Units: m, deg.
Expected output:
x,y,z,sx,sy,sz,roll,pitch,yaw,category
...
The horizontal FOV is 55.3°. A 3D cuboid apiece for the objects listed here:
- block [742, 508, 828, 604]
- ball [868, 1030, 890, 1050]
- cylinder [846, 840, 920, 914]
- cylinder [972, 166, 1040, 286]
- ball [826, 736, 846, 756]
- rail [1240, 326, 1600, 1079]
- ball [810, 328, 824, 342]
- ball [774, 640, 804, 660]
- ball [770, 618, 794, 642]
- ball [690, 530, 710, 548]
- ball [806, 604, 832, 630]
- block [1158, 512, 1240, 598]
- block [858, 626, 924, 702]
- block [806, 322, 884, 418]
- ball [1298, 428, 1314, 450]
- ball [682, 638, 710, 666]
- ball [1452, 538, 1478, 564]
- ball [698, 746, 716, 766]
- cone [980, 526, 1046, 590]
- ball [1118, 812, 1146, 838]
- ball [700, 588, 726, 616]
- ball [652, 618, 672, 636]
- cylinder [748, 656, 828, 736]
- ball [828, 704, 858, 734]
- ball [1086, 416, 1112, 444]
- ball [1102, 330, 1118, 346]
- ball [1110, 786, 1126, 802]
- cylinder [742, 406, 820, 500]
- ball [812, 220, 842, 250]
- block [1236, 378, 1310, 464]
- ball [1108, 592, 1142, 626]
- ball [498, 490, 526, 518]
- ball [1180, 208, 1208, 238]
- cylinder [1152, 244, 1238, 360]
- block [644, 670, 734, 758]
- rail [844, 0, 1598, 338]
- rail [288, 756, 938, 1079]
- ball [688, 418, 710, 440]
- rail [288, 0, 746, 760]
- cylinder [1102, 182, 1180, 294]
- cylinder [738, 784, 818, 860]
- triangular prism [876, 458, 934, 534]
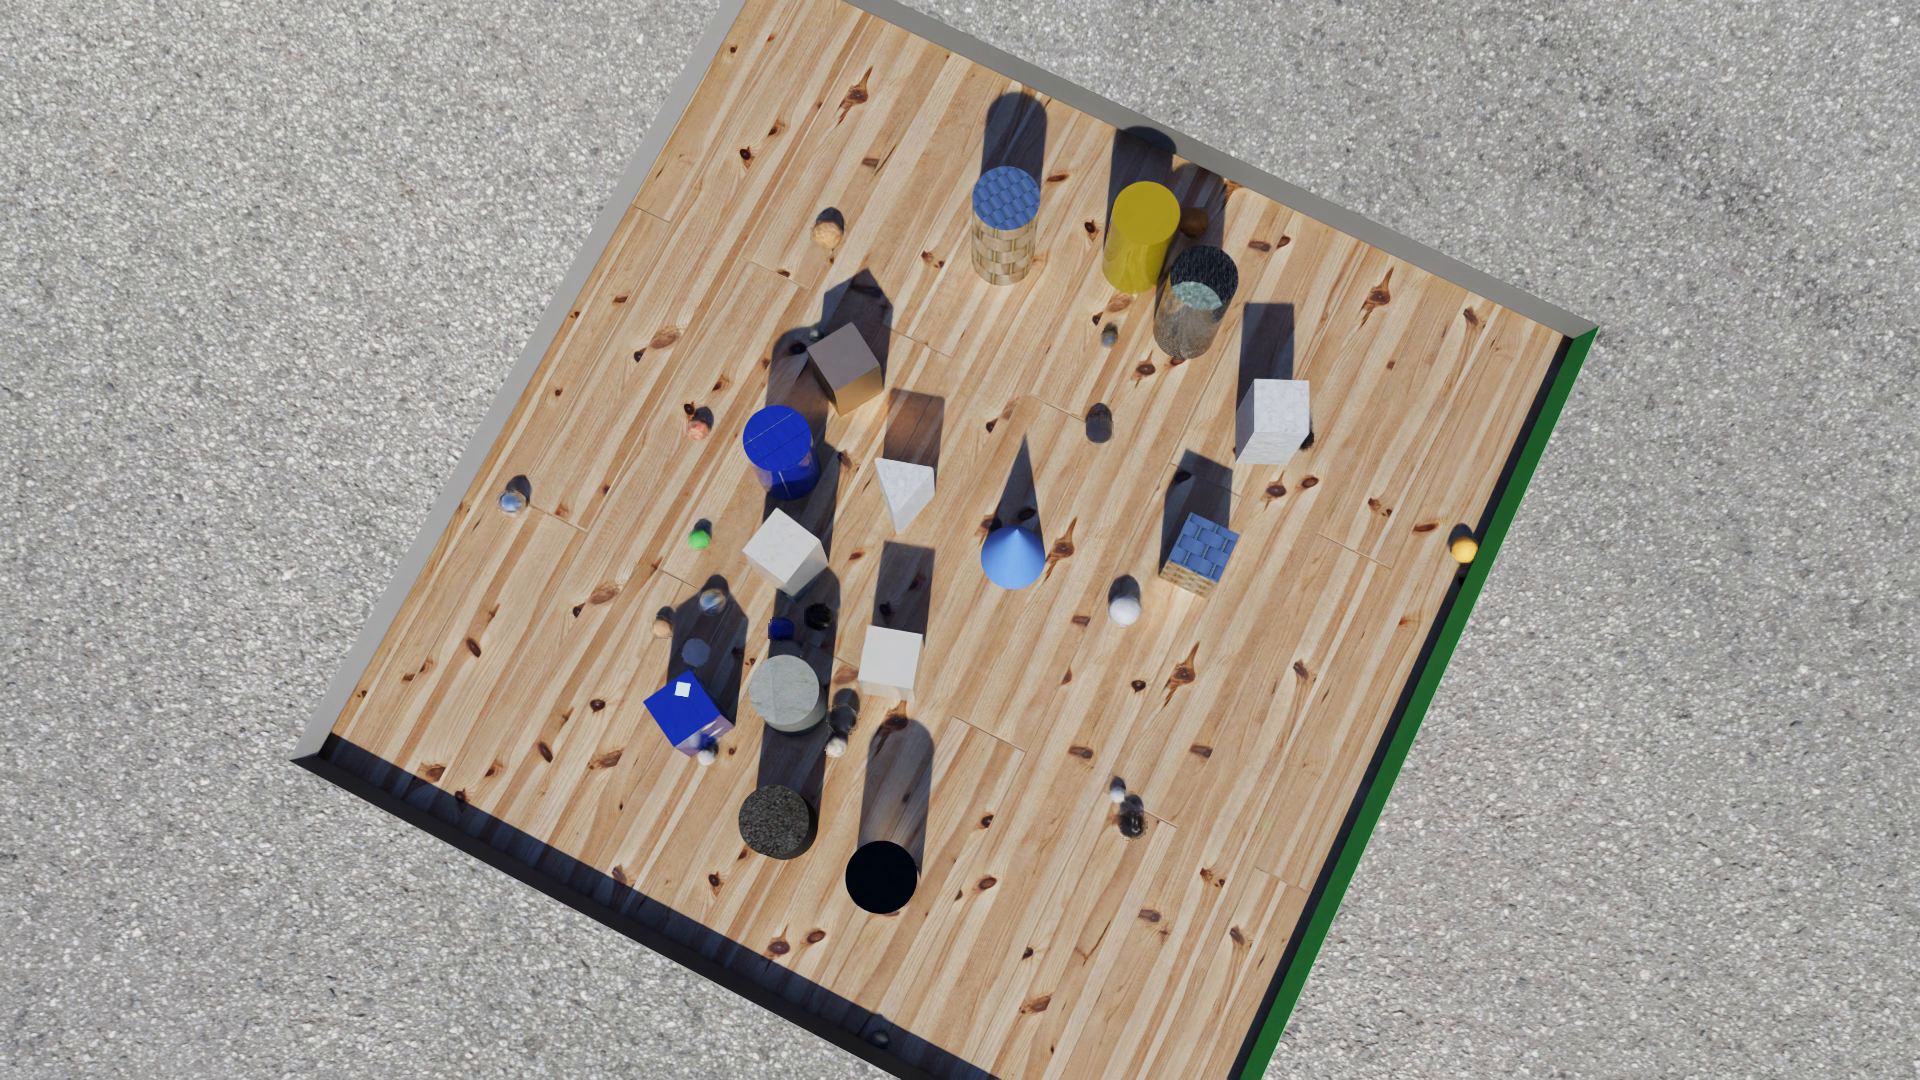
x,y,z,sx,sy,sz,roll,pitch,yaw,category
-0.512,0.051,5.423,0.159,0.359,0.159,37,81,7,block
-0.233,1.444,5.286,0.061,0.061,0.061,0,78,0,ball
-0.216,0.964,5.215,0.199,0.395,0.199,0,78,0,cylinder
0.135,-0.947,5.569,0.199,0.477,0.199,0,78,0,cylinder
-0.367,0.613,5.459,0.060,0.060,0.060,0,78,0,ball
1.285,0.636,5.418,0.045,0.129,2.946,26,80,5,rail
-0.448,-0.639,5.727,0.044,0.044,0.044,0,78,0,ball
-0.512,0.345,5.501,0.087,0.087,0.087,0,78,0,ball
-0.537,0.270,5.522,0.076,0.076,0.076,0,78,0,ball
-0.792,-0.003,5.586,0.060,0.060,0.060,0,78,0,ball
-0.426,0.233,5.527,0.080,0.080,0.080,0,78,0,ball
0.711,0.049,5.469,0.159,0.270,0.159,25,79,5,block
-0.199,0.366,5.375,0.159,0.325,0.159,10,78,2,block
-0.347,-0.516,5.579,0.159,0.283,0.159,-32,80,-6,block
1.052,-0.315,5.641,0.079,0.079,0.079,0,78,0,ball
-0.794,0.337,5.505,0.083,0.083,0.083,0,78,0,ball
1.534,0.031,5.570,0.080,0.080,0.080,0,78,0,ball
-0.753,0.643,5.455,0.055,0.055,0.055,0,78,0,ball
0.163,0.011,5.405,0.199,0.411,0.199,0,78,0,cone
0.506,0.839,5.403,0.078,0.078,0.078,0,78,0,ball
-0.748,0.188,5.537,0.080,0.080,0.080,0,78,0,ball
-0.900,0.262,5.532,0.060,0.060,0.060,0,78,0,ball
-0.497,0.458,5.343,0.199,0.350,0.199,0,78,0,cylinder
-0.348,0.534,5.463,0.085,0.085,0.085,0,78,0,ball
0.428,-0.337,5.643,0.085,0.085,0.085,0,78,0,ball
0.469,-0.630,5.721,0.051,0.051,0.051,0,78,0,ball
0.467,0.756,5.436,0.047,0.047,0.047,0,78,0,ball
-0.529,-0.256,5.479,0.199,0.374,0.199,0,78,0,cylinder
-0.418,-0.962,5.768,0.094,0.094,0.094,0,78,0,ball
0.933,-0.351,5.498,0.159,0.375,0.159,2,78,0,block
0.497,0.209,5.523,0.099,0.099,0.099,0,78,0,ball
-1.367,-0.112,5.597,0.085,0.085,0.085,0,78,0,ball
0.737,-1.000,5.776,0.093,0.093,0.093,0,78,0,ball
0.705,-0.709,5.520,0.199,0.478,0.199,0,78,0,cylinder
-0.786,0.509,5.339,0.159,0.337,0.159,-35,80,-7,block
0.648,-1.262,5.811,2.920,0.129,0.045,26,80,5,rail
-0.648,1.276,5.285,2.920,0.129,0.045,26,80,5,rail
-0.803,-0.343,5.652,0.069,0.069,0.069,0,78,0,ball
-1.285,-0.622,5.678,0.045,0.129,2.946,26,80,5,rail
0.548,-0.917,5.589,0.199,0.426,0.199,0,78,0,cylinder
-0.520,0.816,5.280,0.199,0.329,0.199,0,78,0,cylinder
-0.190,-0.159,5.490,0.149,0.312,0.172,40,81,8,triangular prism
